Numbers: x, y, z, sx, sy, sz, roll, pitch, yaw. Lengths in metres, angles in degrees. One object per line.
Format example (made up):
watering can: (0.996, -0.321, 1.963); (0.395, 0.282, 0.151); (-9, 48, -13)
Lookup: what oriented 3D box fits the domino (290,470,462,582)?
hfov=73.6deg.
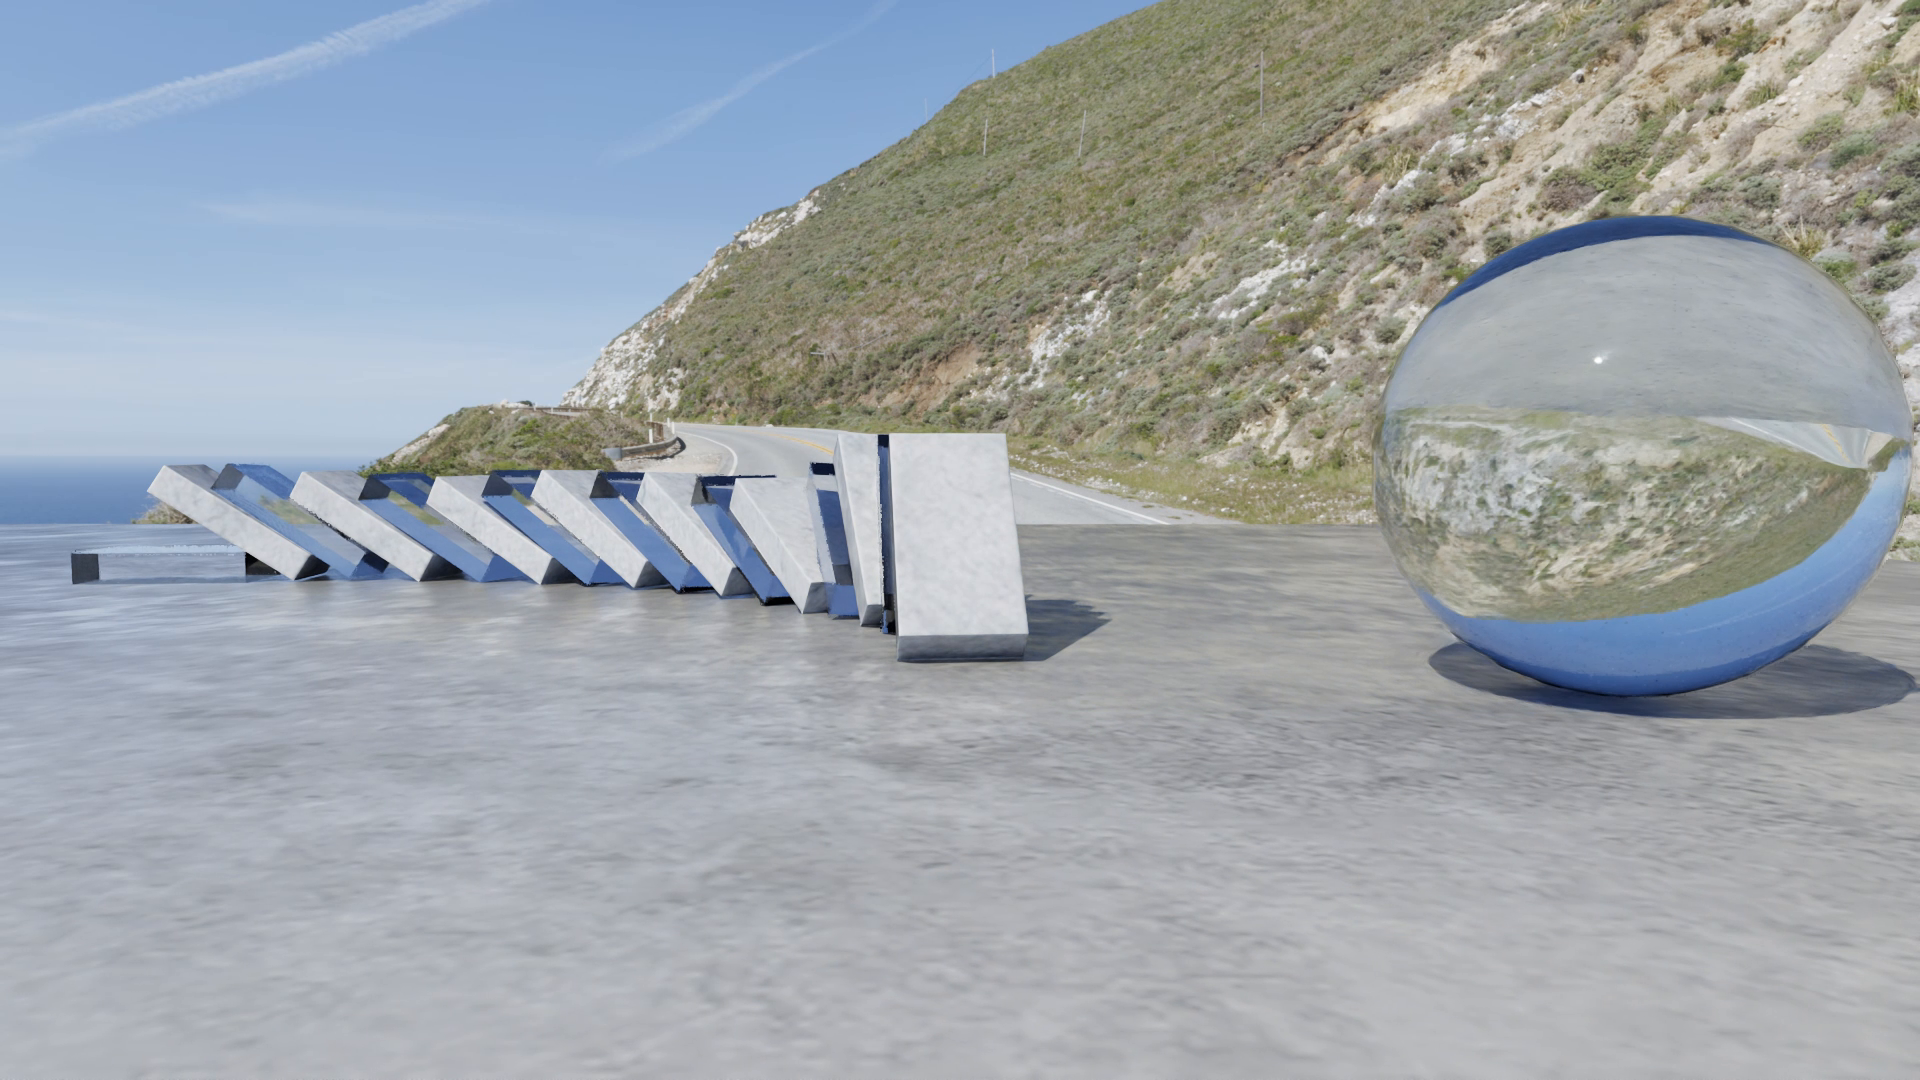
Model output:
domino: (-0.184, -0.005, 0.410); (0.050, 0.009, 0.025); (32, 8, 5)

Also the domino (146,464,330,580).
domino: (-0.225, -0.006, 0.404); (0.050, 0.009, 0.025); (33, 0, -7)

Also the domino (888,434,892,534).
domino: (-0.003, -0.001, 0.289); (0.025, 0.050, 0.009); (-1, -35, -6)

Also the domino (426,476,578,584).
domino: (-0.141, -0.004, 0.406); (0.050, 0.009, 0.025); (32, 15, 17)

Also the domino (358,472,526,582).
domino: (-0.163, -0.005, 0.409); (0.050, 0.009, 0.025); (31, 11, 11)

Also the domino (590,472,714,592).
domino: (-0.086, -0.003, 0.384); (0.050, 0.009, 0.025); (40, 25, 31)

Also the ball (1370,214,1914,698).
ball: (0.111, -0.014, 0.216); (0.080, 0.080, 0.080); (0, 4, 0)

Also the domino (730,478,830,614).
domino: (-0.040, 0.000, 0.344); (0.025, 0.009, 0.050); (-3, 35, -34)

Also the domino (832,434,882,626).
domino: (-0.015, -0.003, 0.313); (0.025, 0.050, 0.009); (-1, -34, -17)

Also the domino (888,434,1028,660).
domino: (-0.001, 0.000, 0.264); (0.025, 0.050, 0.009); (0, -35, -6)

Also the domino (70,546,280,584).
domino: (-0.245, 0.008, 0.402); (0.050, 0.010, 0.025); (0, 4, -6)

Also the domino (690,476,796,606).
domino: (-0.053, -0.001, 0.359); (0.025, 0.009, 0.050); (-3, 35, -37)

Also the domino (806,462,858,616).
domino: (-0.024, -0.001, 0.330); (0.025, 0.010, 0.050); (2, 38, -17)

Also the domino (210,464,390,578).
domino: (-0.208, -0.006, 0.408); (0.050, 0.010, 0.025); (33, 0, -3)

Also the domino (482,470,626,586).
domino: (-0.122, -0.005, 0.400); (0.050, 0.009, 0.025); (36, 17, 20)

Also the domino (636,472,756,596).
domino: (-0.070, -0.003, 0.373); (0.025, 0.009, 0.050); (-1, 34, -46)

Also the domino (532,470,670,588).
domino: (-0.105, -0.004, 0.393); (0.050, 0.009, 0.025); (37, 19, 24)

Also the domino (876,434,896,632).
domino: (-0.006, -0.002, 0.301); (0.025, 0.050, 0.009); (0, -35, -6)
